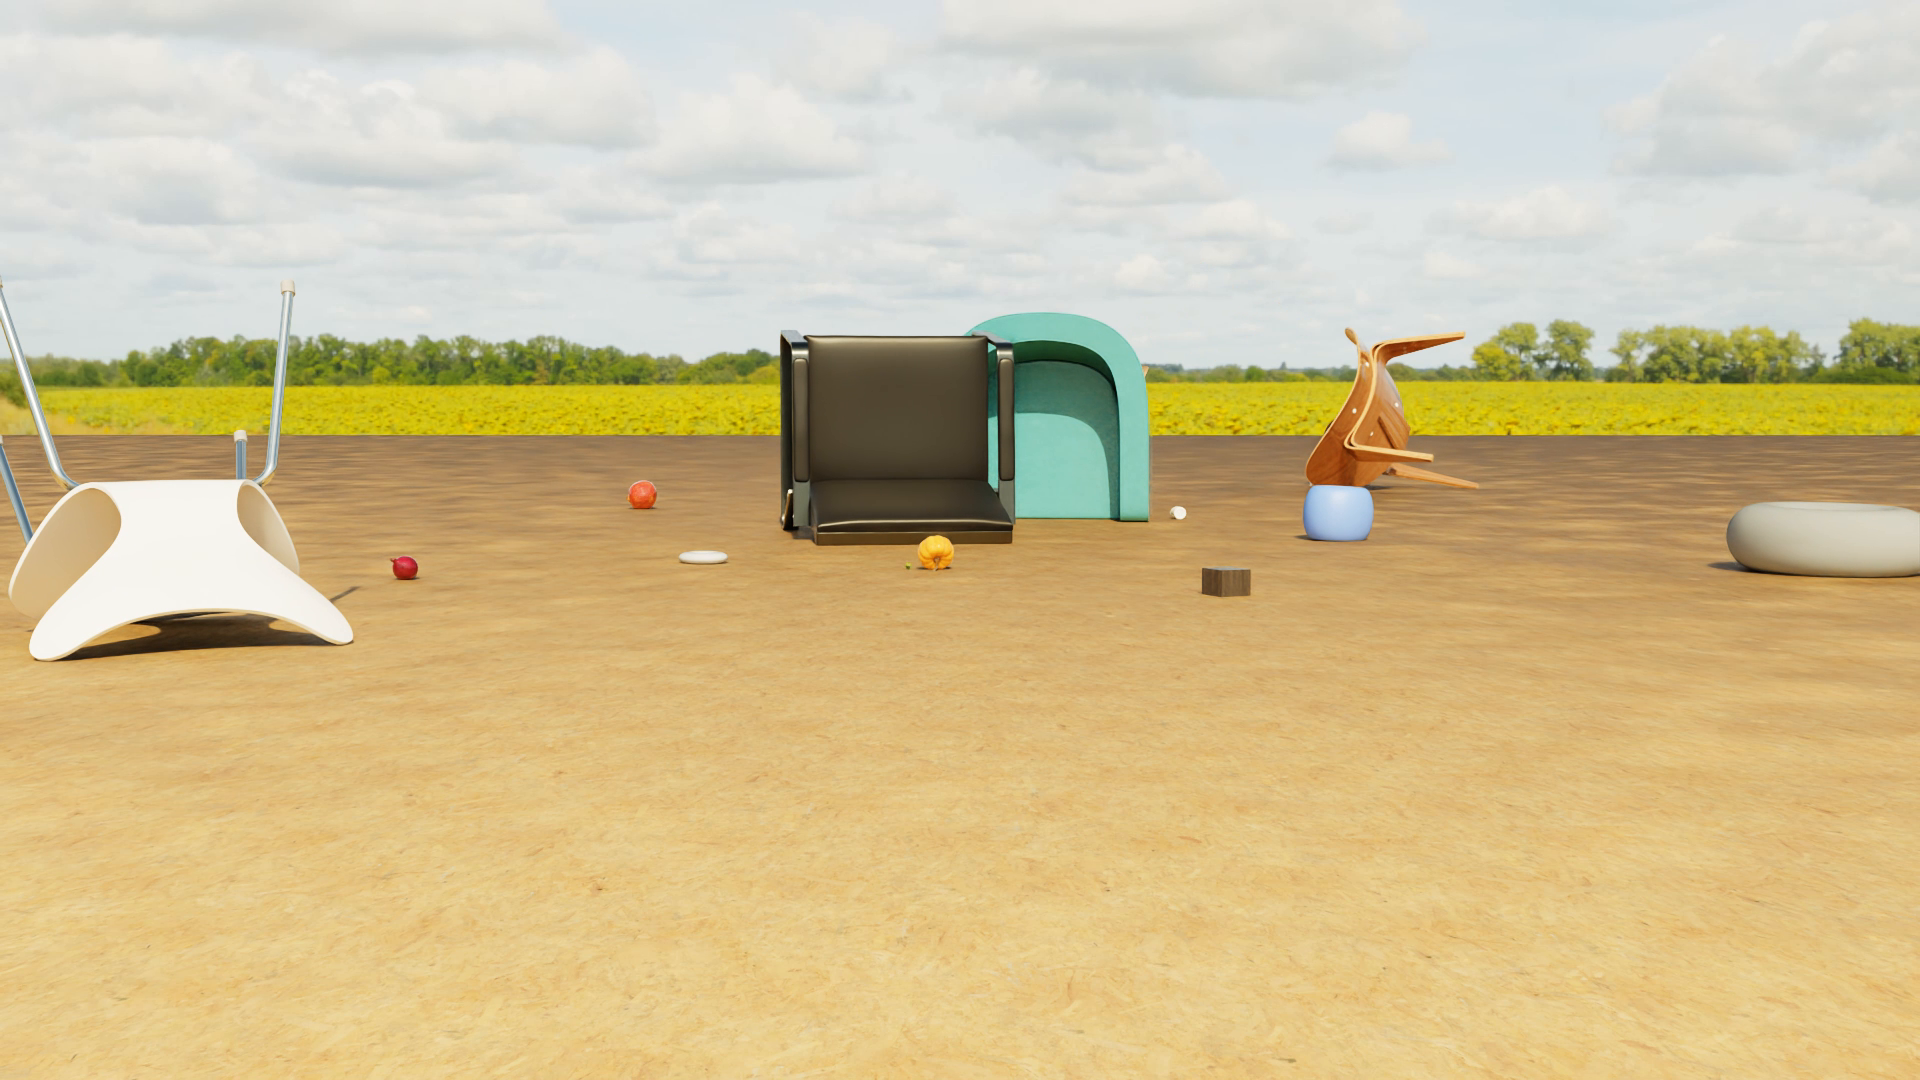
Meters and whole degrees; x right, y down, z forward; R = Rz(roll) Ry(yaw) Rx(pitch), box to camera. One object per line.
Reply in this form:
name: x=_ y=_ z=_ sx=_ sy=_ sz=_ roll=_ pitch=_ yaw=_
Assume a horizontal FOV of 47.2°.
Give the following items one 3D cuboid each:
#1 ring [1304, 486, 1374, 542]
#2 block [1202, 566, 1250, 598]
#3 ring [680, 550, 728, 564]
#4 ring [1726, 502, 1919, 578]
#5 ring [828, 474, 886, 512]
ring: x=1.127 y=-0.079 z=6.550 sx=0.221 sy=0.161 sz=0.198 roll=-1 pitch=5 yaw=-41
block: x=0.580 y=0.091 z=4.795 sx=0.075 sy=0.058 sz=0.079 roll=-2 pitch=4 yaw=-26
ring: x=-0.664 y=0.045 z=5.688 sx=0.120 sy=0.028 sz=0.149 roll=-3 pitch=5 yaw=-34
ring: x=2.131 y=-0.001 z=5.392 sx=0.484 sy=0.165 sz=0.405 roll=4 pitch=7 yaw=37
ring: x=-0.379 y=-0.173 z=8.127 sx=0.201 sy=0.130 sz=0.281 roll=-4 pitch=7 yaw=-27
